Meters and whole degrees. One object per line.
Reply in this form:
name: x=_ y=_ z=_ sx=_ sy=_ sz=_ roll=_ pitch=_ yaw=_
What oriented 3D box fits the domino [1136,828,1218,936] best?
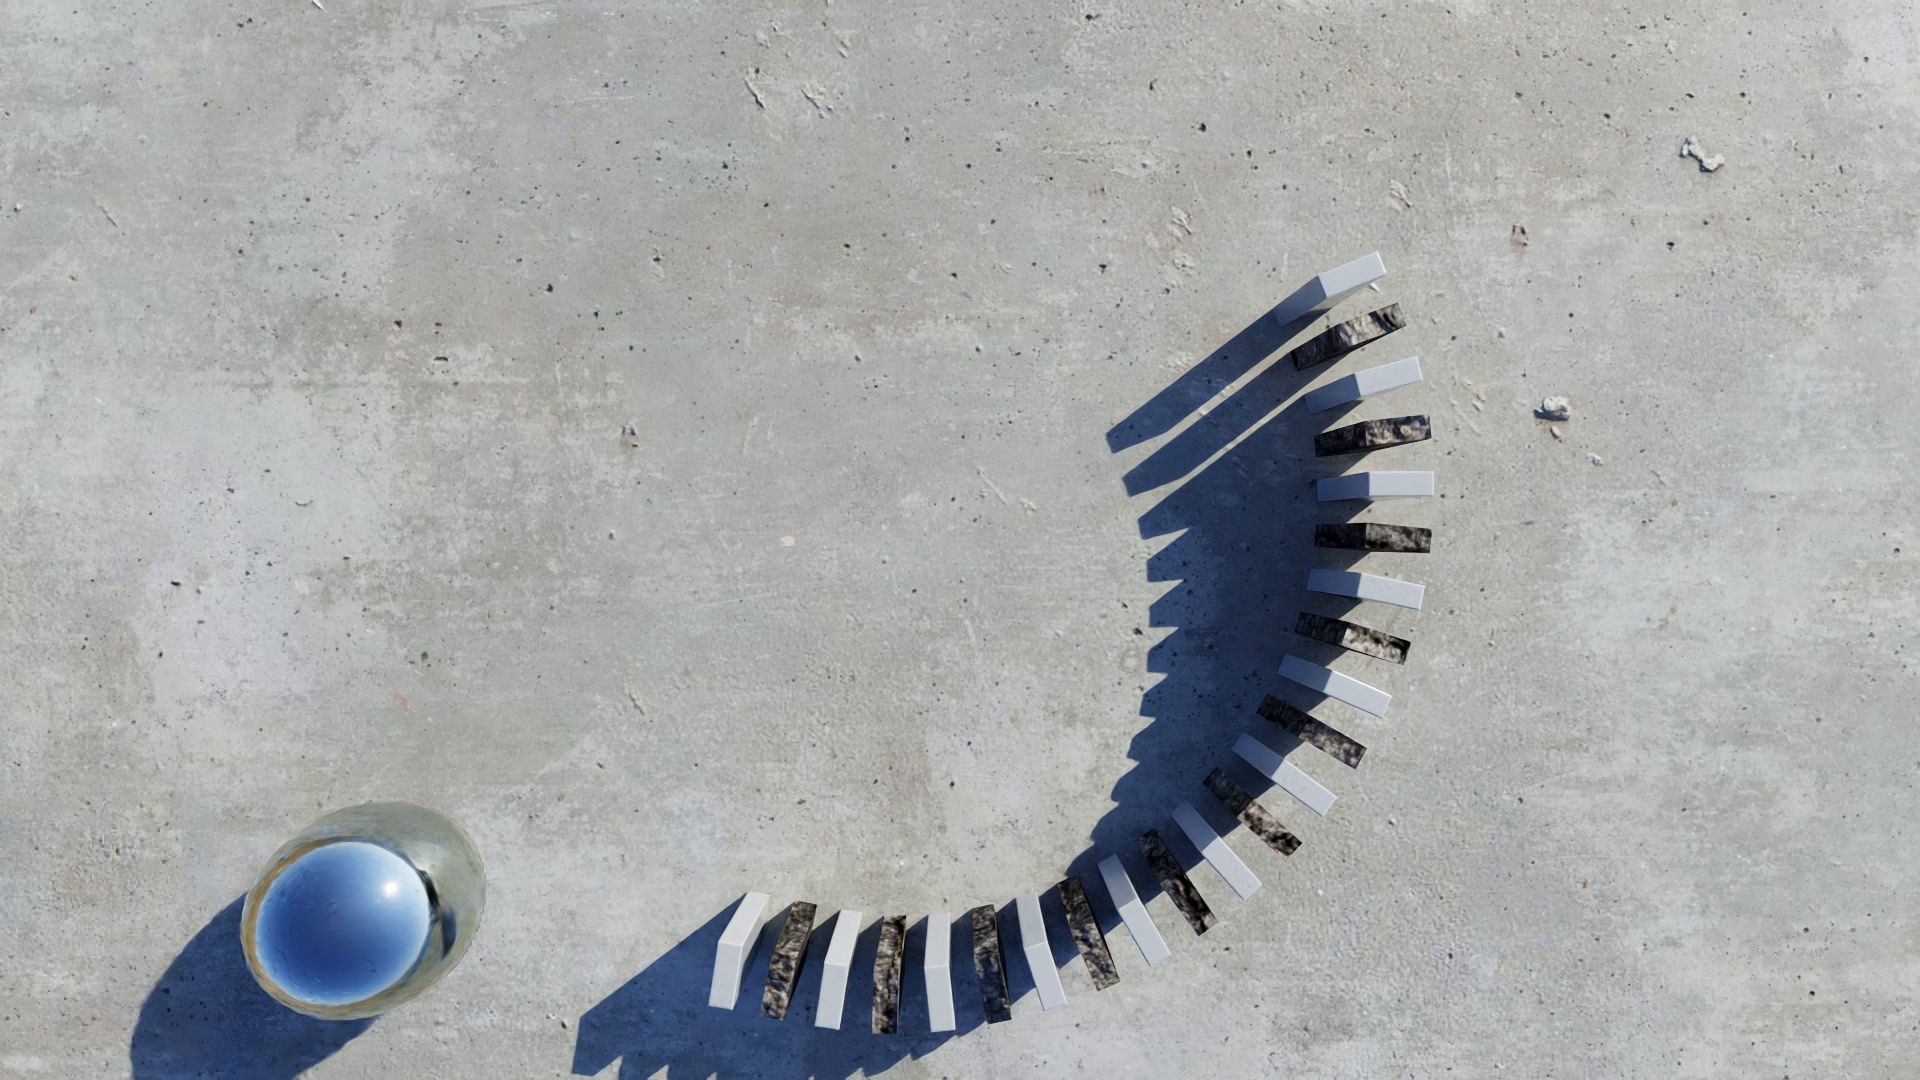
domino: x=0.088 y=0.139 z=0.375 sx=0.009 sy=0.050 sz=0.025 roll=-36 pitch=90 yaw=0

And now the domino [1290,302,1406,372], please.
domino: x=0.157 y=-0.082 z=0.375 sx=0.025 sy=0.050 sz=0.009 roll=-20 pitch=90 yaw=0

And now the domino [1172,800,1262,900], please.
domino: x=0.104 y=0.126 z=0.375 sx=0.009 sy=0.050 sz=0.025 roll=-42 pitch=90 yaw=0

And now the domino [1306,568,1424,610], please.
domino: x=0.164 y=0.020 z=0.375 sx=0.025 sy=0.050 sz=0.010 roll=12 pitch=90 yaw=0

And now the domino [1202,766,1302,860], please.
domino: x=0.118 y=0.111 z=0.375 sx=0.025 sy=0.050 sz=0.009 roll=42 pitch=90 yaw=0

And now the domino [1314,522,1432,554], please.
domino: x=0.168 y=-0.001 z=0.375 sx=0.025 sy=0.050 sz=0.009 roll=6 pitch=90 yaw=0

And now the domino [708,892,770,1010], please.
domino: x=-0.090 y=0.166 z=0.375 sx=0.010 sy=0.050 sz=0.025 roll=9 pitch=90 yaw=0

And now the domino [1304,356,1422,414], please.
domino: x=0.164 y=-0.062 z=0.375 sx=0.025 sy=0.050 sz=0.010 roll=-15 pitch=90 yaw=0

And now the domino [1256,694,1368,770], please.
domino: x=0.143 y=0.077 z=0.375 sx=0.025 sy=0.050 sz=0.010 roll=30 pitch=90 yaw=0

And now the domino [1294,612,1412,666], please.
domino: x=0.159 y=0.040 z=0.375 sx=0.025 sy=0.050 sz=0.010 roll=18 pitch=90 yaw=0

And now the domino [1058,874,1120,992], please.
domino: x=0.052 y=0.159 z=0.375 sx=0.009 sy=0.050 sz=0.025 roll=-24 pitch=90 yaw=0

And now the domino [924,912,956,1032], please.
domino: x=-0.008 y=0.175 z=0.375 sx=0.009 sy=0.050 sz=0.025 roll=-6 pitch=90 yaw=0

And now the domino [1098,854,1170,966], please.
domino: x=0.070 y=0.150 z=0.375 sx=0.010 sy=0.050 sz=0.025 roll=-30 pitch=90 yaw=0

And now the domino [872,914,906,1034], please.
domino: x=-0.028 y=0.176 z=0.375 sx=0.009 sy=0.050 sz=0.025 roll=2 pitch=90 yaw=0

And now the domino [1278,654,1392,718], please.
domino: x=0.152 y=0.059 z=0.375 sx=0.025 sy=0.050 sz=0.009 roll=24 pitch=90 yaw=0

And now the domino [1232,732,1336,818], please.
domino: x=0.131 y=0.095 z=0.375 sx=0.025 sy=0.050 sz=0.009 roll=36 pitch=90 yaw=0

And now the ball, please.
ball: x=-0.232 y=0.144 z=0.360 sx=0.080 sy=0.080 sz=0.080 roll=0 pitch=90 yaw=0

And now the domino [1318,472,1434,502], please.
domino: x=0.169 y=-0.021 z=0.375 sx=0.025 sy=0.050 sz=0.010 roll=0 pitch=90 yaw=0

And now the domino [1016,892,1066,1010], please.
domino: x=0.033 y=0.167 z=0.375 sx=0.010 sy=0.050 sz=0.025 roll=-18 pitch=90 yaw=0

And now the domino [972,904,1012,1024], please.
domino: x=0.013 y=0.172 z=0.375 sx=0.010 sy=0.050 sz=0.025 roll=-12 pitch=90 yaw=0

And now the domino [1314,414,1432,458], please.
domino: x=0.167 y=-0.042 z=0.375 sx=0.025 sy=0.050 sz=0.010 roll=-6 pitch=90 yaw=0

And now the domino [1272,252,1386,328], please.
domino: x=0.150 y=-0.101 z=0.375 sx=0.025 sy=0.050 sz=0.009 roll=-22 pitch=90 yaw=0

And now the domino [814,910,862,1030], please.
domino: x=-0.049 y=0.174 z=0.375 sx=0.010 sy=0.050 sz=0.025 roll=9 pitch=90 yaw=0

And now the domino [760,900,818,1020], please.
domino: x=-0.069 y=0.170 z=0.375 sx=0.009 sy=0.050 sz=0.025 roll=11 pitch=90 yaw=0
